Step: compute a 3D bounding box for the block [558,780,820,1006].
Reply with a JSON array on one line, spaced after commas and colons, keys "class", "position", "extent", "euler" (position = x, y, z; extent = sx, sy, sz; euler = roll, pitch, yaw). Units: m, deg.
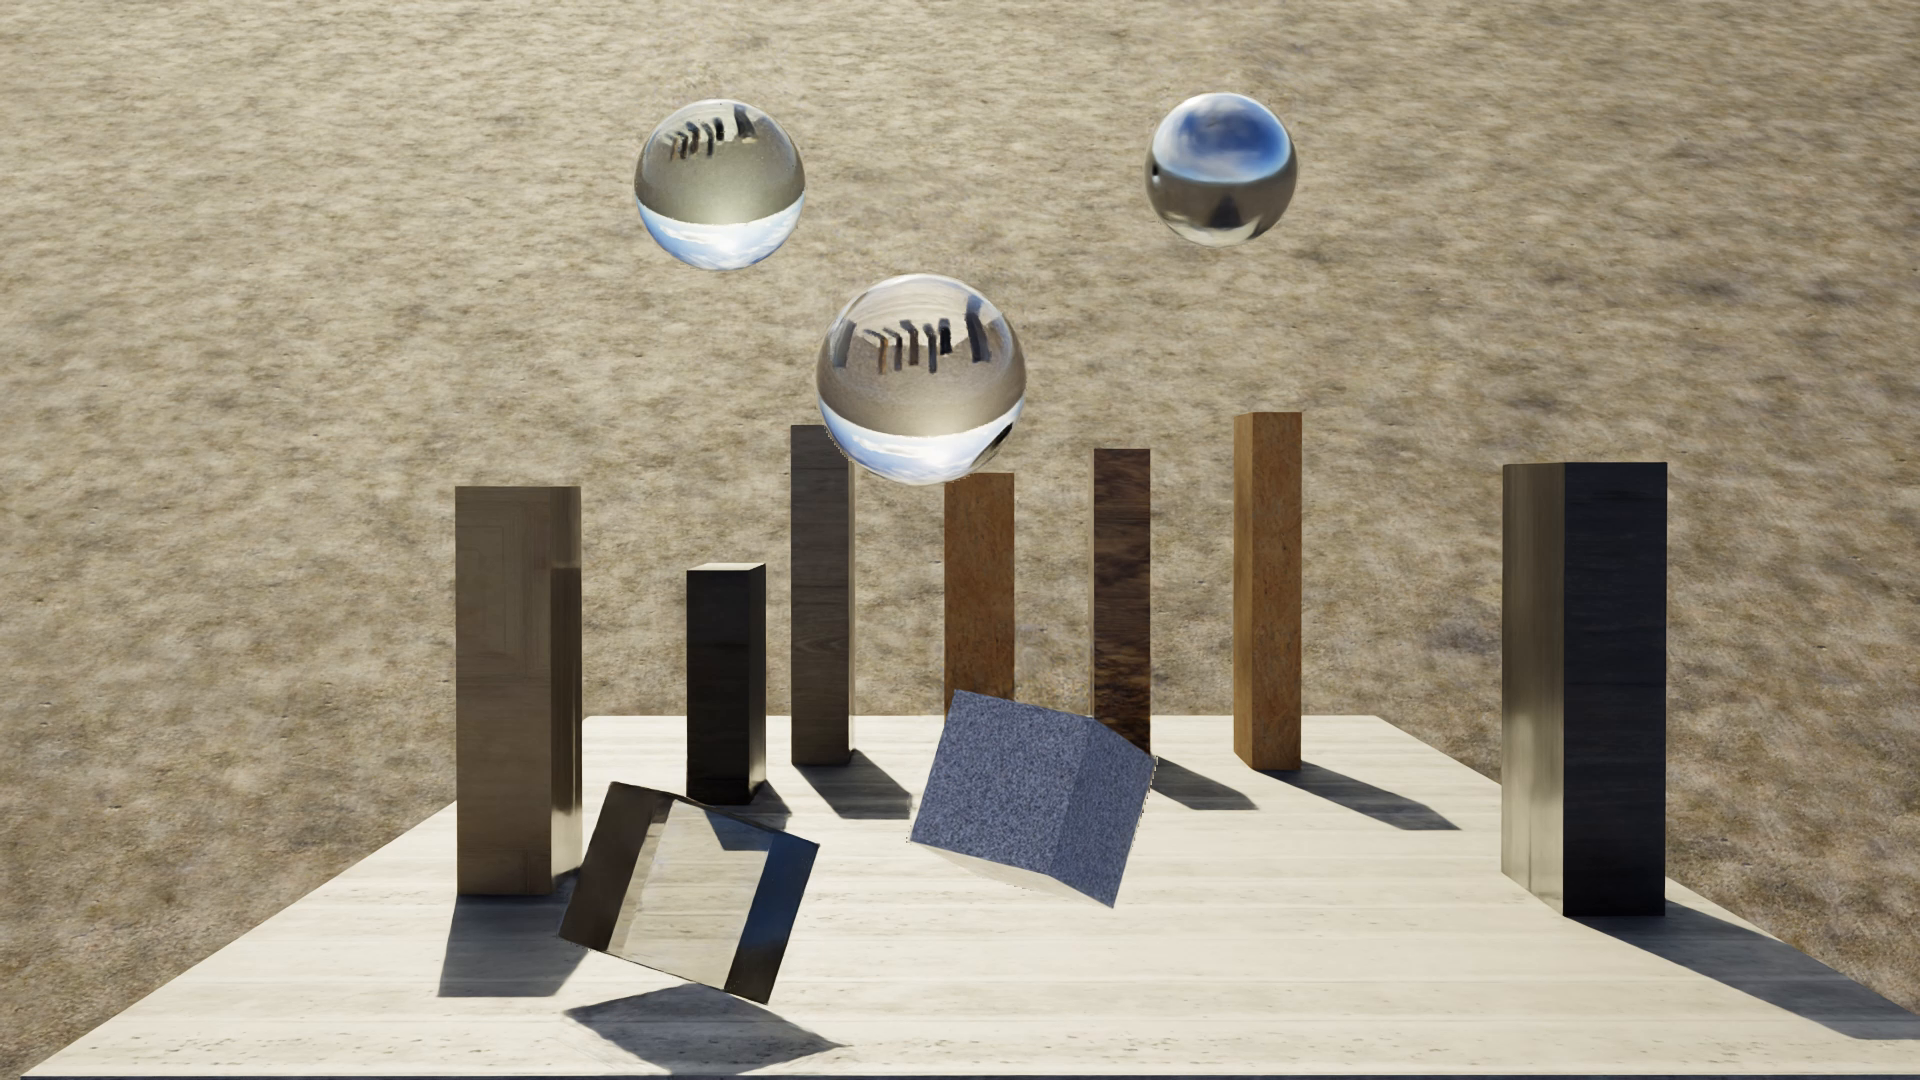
[{"class": "block", "position": [-0.312, 0.402, 2.954], "extent": [0.189, 0.189, 0.189], "euler": [23, -12, -27]}]

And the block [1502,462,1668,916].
[{"class": "block", "position": [0.893, 0.200, 3.717], "extent": [0.140, 0.619, 0.399], "euler": [0, 1, 0]}]

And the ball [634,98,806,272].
[{"class": "ball", "position": [-0.240, -0.355, 2.579], "extent": [0.171, 0.171, 0.171], "euler": [0, 26, 0]}]

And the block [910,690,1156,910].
[{"class": "block", "position": [0.077, 0.266, 2.648], "extent": [0.162, 0.162, 0.162], "euler": [10, -14, 30]}]

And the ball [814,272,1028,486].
[{"class": "ball", "position": [-0.035, -0.147, 2.359], "extent": [0.194, 0.194, 0.194], "euler": [0, 26, 0]}]

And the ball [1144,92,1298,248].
[{"class": "ball", "position": [0.237, -0.337, 2.351], "extent": [0.140, 0.140, 0.140], "euler": [0, 26, 0]}]

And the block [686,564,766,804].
[{"class": "block", "position": [-0.446, 0.267, 4.961], "extent": [0.115, 0.433, 0.427], "euler": [0, 1, 0]}]

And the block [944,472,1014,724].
[{"class": "block", "position": [0.038, 0.169, 5.309], "extent": [0.138, 0.613, 0.429], "euler": [0, 1, 0]}]

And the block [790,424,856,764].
[{"class": "block", "position": [-0.296, 0.111, 5.614], "extent": [0.122, 0.715, 0.349], "euler": [0, 1, 0]}]

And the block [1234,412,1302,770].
[{"class": "block", "position": [0.654, 0.102, 5.504], "extent": [0.102, 0.739, 0.360], "euler": [0, 1, 0]}]

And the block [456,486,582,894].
[{"class": "block", "position": [-0.656, 0.213, 3.861], "extent": [0.136, 0.587, 0.308], "euler": [0, 1, 0]}]

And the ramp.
[{"class": "ramp", "position": [0.060, 0.541, 4.577], "extent": [2.000, 0.100, 4.000], "euler": [0, 1, 0]}]

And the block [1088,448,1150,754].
[{"class": "block", "position": [0.346, 0.135, 5.629], "extent": [0.120, 0.666, 0.248], "euler": [0, 1, 0]}]
